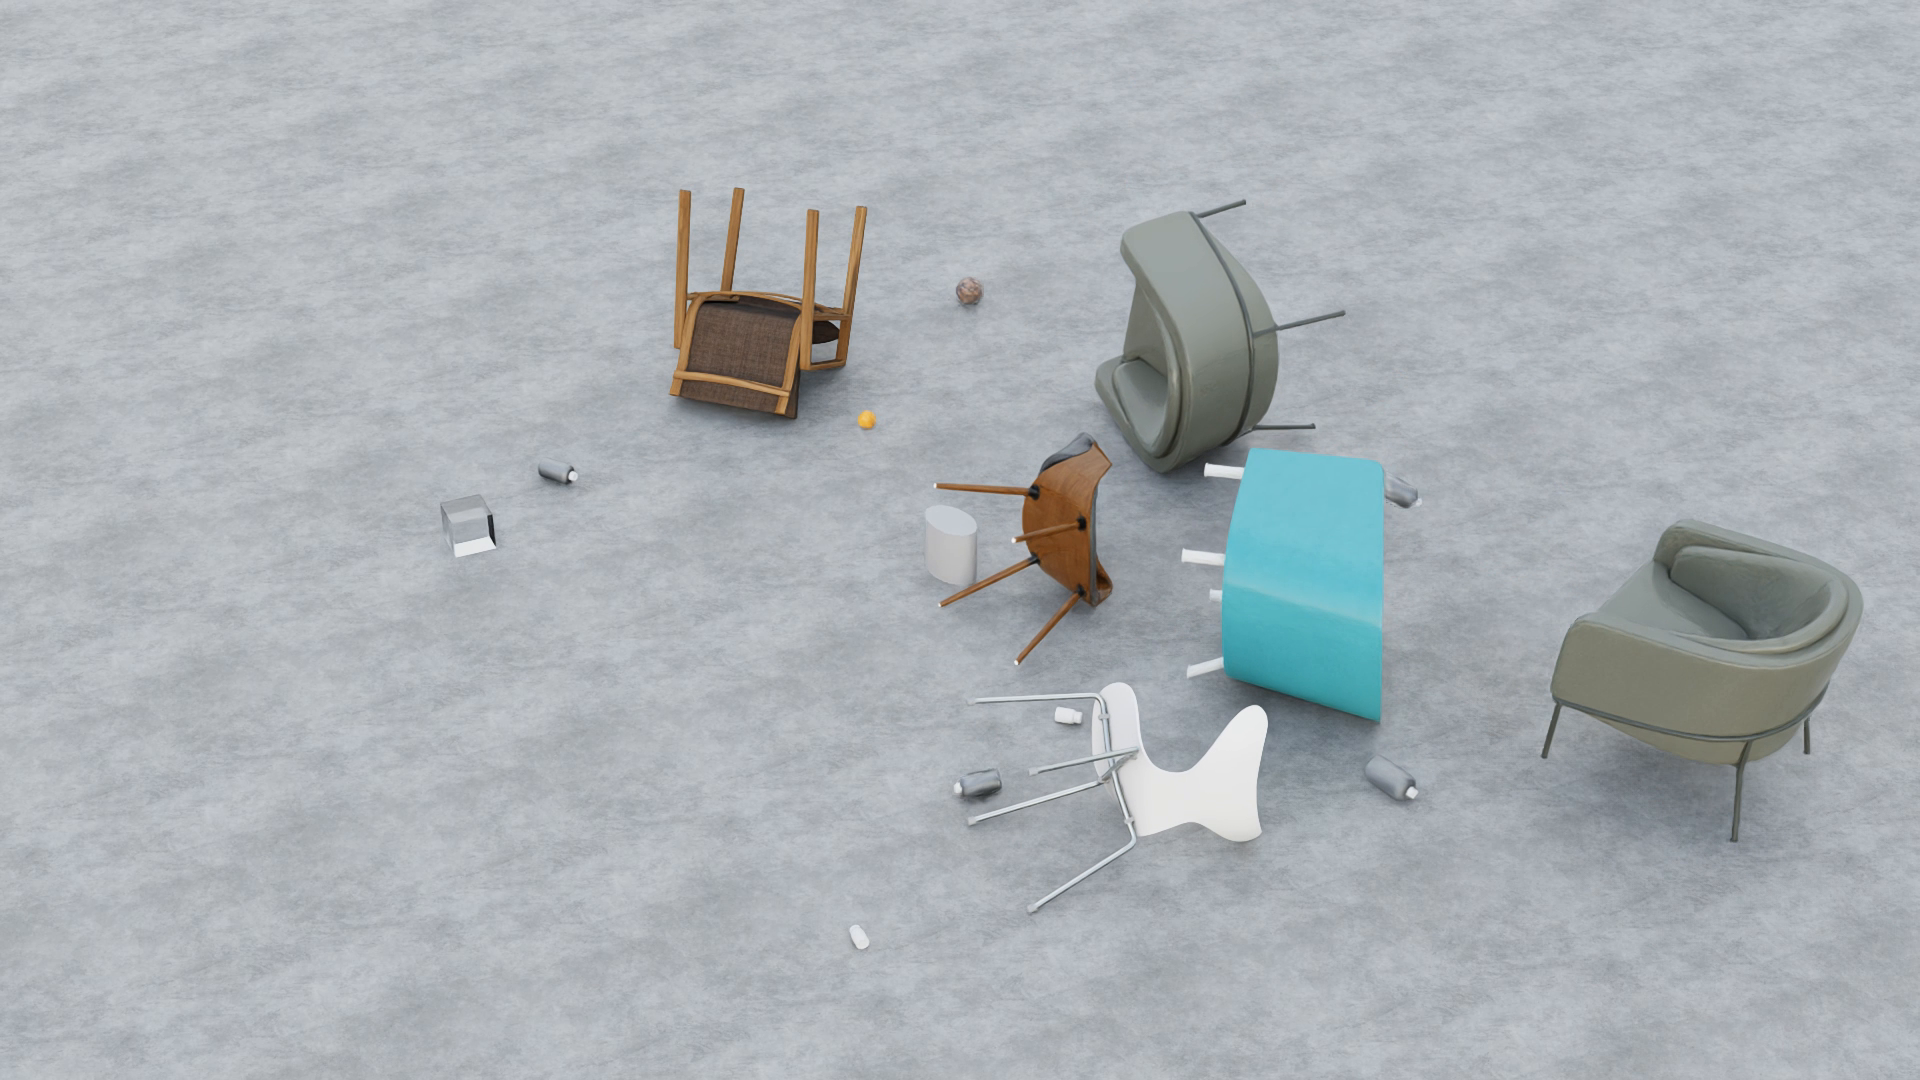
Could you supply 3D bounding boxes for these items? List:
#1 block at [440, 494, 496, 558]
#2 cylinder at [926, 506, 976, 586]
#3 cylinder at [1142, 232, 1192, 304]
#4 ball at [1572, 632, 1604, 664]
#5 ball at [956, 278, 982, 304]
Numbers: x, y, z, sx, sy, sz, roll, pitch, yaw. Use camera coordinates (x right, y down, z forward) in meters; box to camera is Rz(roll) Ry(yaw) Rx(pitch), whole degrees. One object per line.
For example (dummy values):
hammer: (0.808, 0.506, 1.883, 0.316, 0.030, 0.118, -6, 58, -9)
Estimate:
block: (-1.827, -0.054, 10.891, 0.155, 0.149, 0.158, -14, 36, -20)
cylinder: (-0.033, 0.019, 10.717, 0.149, 0.218, 0.235, -25, 41, -33)
cylinder: (0.880, -1.155, 12.473, 0.150, 0.205, 0.311, -6, 70, -10)
ball: (2.201, 0.376, 10.273, 0.111, 0.111, 0.111, 0, 33, 0)
ball: (0.039, -1.058, 12.447, 0.113, 0.113, 0.113, 0, 33, 0)
